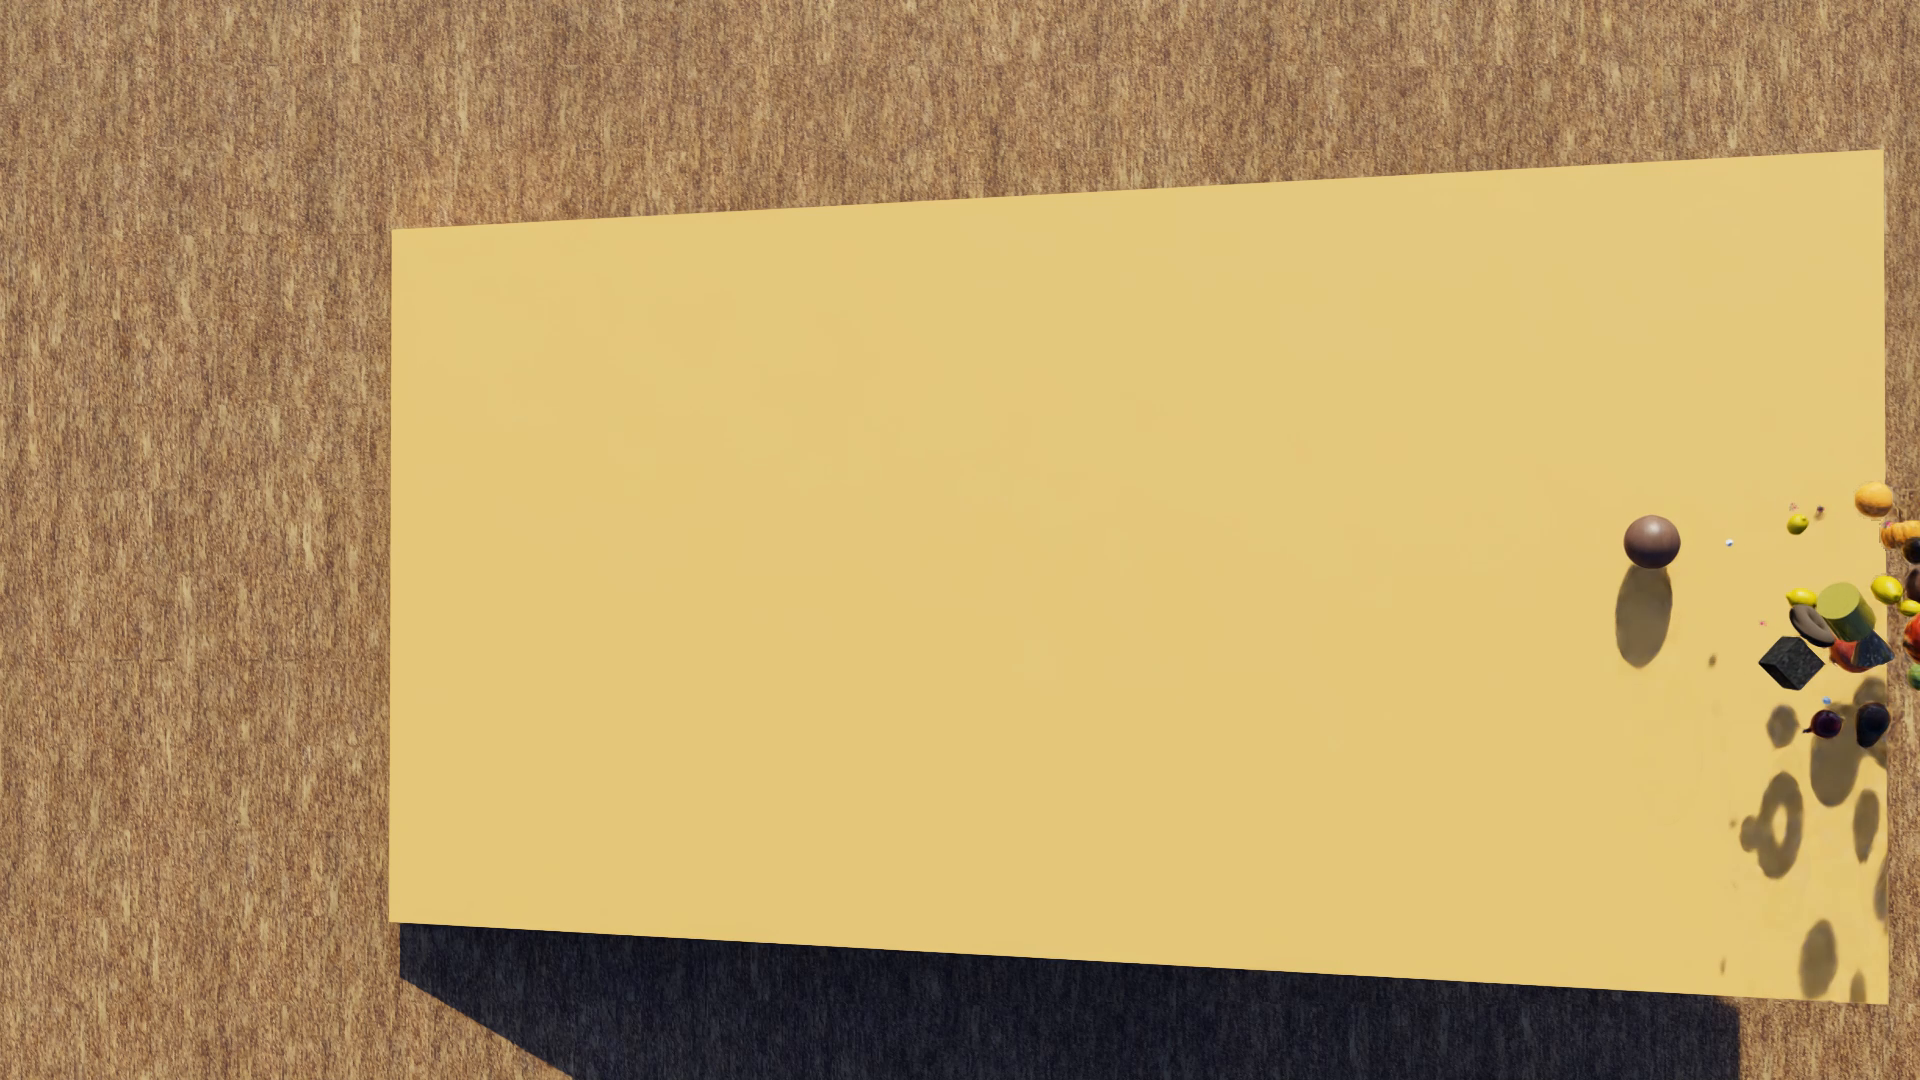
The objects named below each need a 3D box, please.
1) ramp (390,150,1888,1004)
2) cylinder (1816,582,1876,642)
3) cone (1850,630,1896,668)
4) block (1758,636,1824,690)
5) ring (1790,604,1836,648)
[{"bbox_3d":[0.275,0.093,5.797,4.000,0.100,2.000,0,89,18],"label":"ramp"},{"bbox_3d":[1.729,0.141,4.291,0.085,0.085,0.085,-48,125,-1],"label":"cylinder"},{"bbox_3d":[1.977,0.215,4.787,0.092,0.092,0.092,-19,104,0],"label":"cone"},{"bbox_3d":[1.699,0.252,4.495,0.076,0.076,0.076,45,87,-3],"label":"block"},{"bbox_3d":[1.921,0.193,4.955,0.120,0.120,0.040,37,121,0],"label":"ring"}]
